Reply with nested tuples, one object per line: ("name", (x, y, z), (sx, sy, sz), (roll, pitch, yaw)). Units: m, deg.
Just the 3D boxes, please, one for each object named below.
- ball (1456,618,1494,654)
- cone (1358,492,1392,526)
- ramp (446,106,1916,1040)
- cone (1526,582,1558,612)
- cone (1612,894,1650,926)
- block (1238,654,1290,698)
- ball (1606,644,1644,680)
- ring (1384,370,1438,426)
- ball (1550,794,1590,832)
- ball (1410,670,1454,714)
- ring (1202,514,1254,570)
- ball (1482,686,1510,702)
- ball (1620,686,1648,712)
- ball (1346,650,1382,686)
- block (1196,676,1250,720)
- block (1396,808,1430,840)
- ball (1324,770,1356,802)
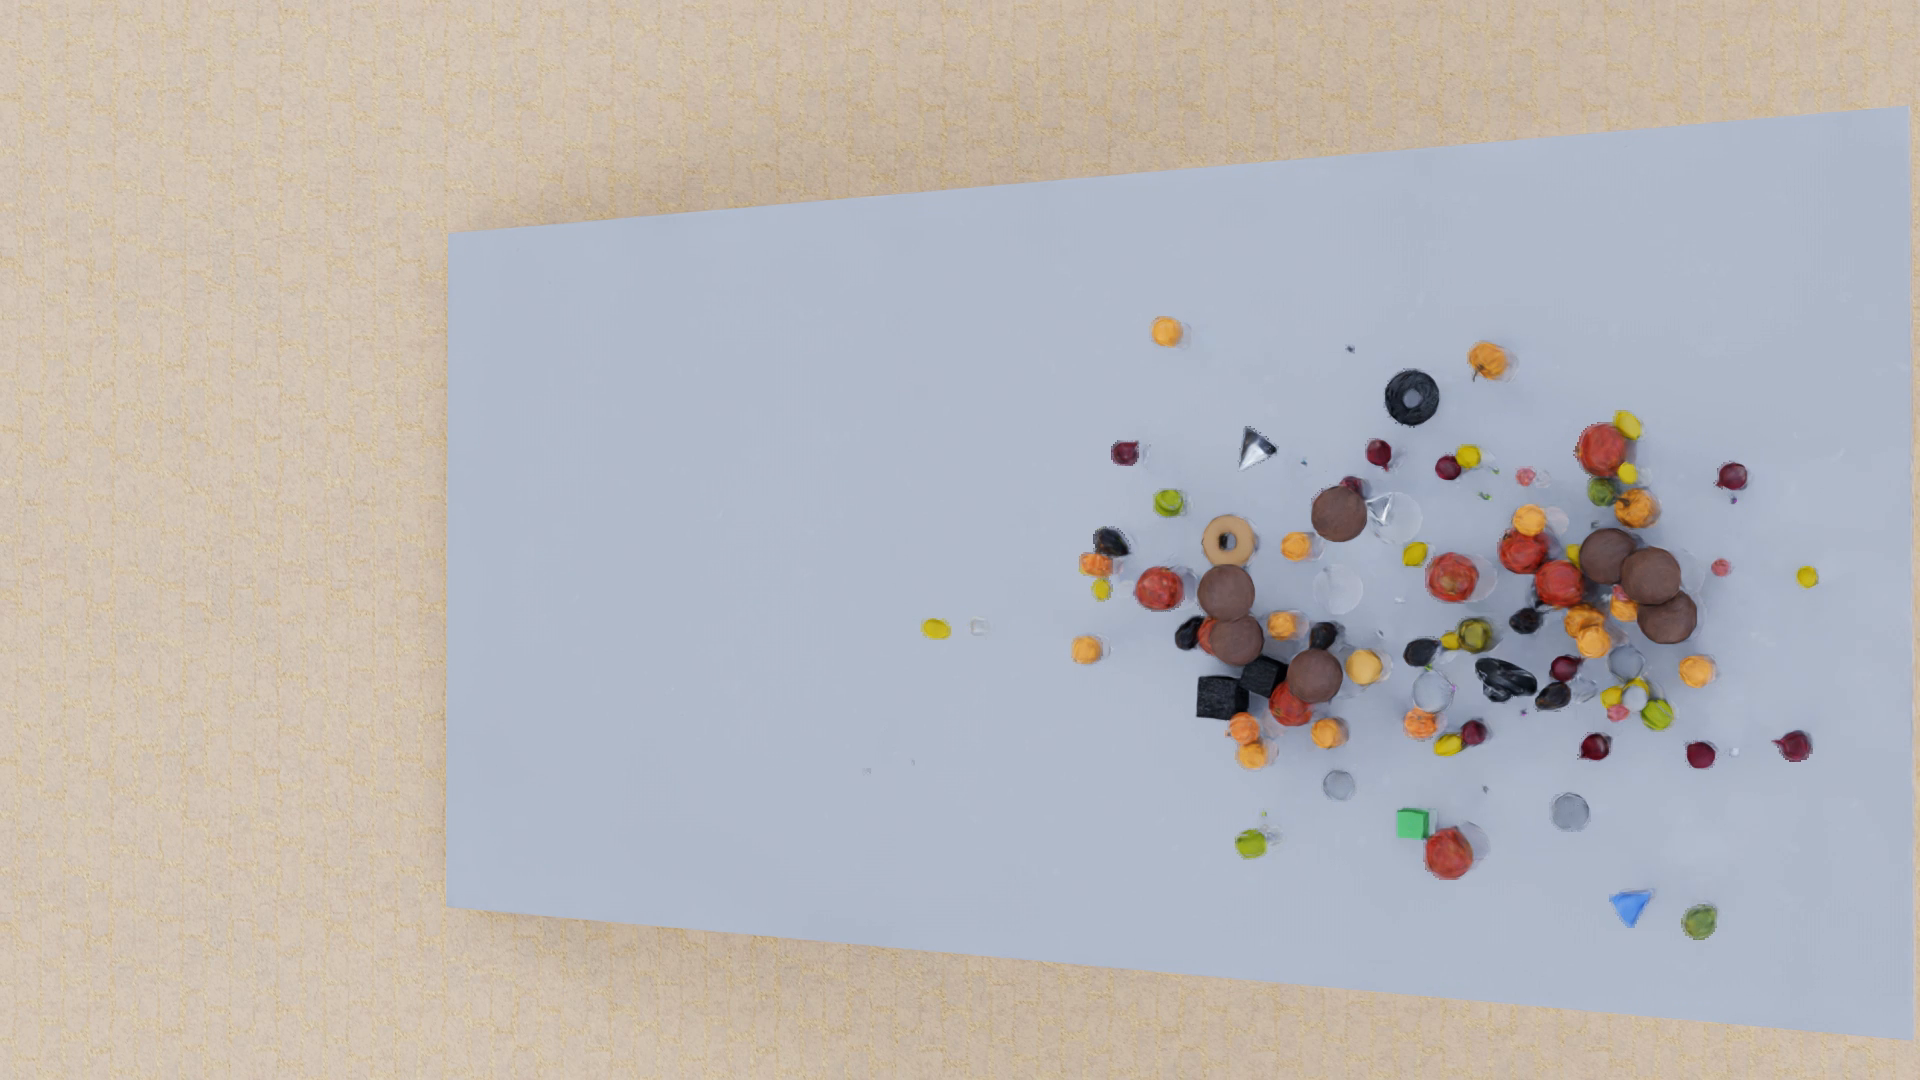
("ball", (1.191, 0.221, 5.087), (0.084, 0.084, 0.084), (0, 89, 0))
("cone", (0.998, -0.086, 5.211), (0.076, 0.076, 0.076), (44, 87, 0))
("ramp", (0.278, 0.079, 5.661), (4.000, 0.100, 2.000), (0, 89, 27))
("cone", (1.320, 0.144, 5.017), (0.072, 0.072, 0.072), (10, 114, 24))
("cone", (1.513, 0.810, 4.919), (0.077, 0.077, 0.077), (-38, 89, 20))
("block", (0.736, 0.329, 5.322), (0.080, 0.080, 0.080), (22, 99, 26))
("ball", (1.493, 0.275, 4.932), (0.081, 0.081, 0.081), (0, 89, 0))
("ring", (1.064, -0.335, 5.181), (0.131, 0.044, 0.131), (0, 89, 28))
("ball", (1.383, 0.617, 4.984), (0.086, 0.086, 0.086), (0, 89, 0))
("ball", (1.097, 0.354, 5.107), (0.099, 0.099, 0.099), (0, 89, 0))
("ring", (0.657, 0.005, 5.387), (0.134, 0.045, 0.134), (-1, 88, 27))
("ball", (1.240, 0.340, 5.069), (0.070, 0.070, 0.070), (0, 89, 0))
("ball", (1.494, 0.351, 4.873), (0.060, 0.060, 0.060), (0, 89, 0))
("ball", (0.956, 0.301, 5.206), (0.086, 0.086, 0.086), (0, 89, 0))
("block", (0.641, 0.385, 5.361), (0.097, 0.097, 0.097), (4, 91, 27))
("block", (1.064, 0.667, 5.161), (0.061, 0.061, 0.061), (4, 91, 27))
("ball", (0.903, 0.584, 5.236), (0.075, 0.075, 0.075), (0, 89, 0))
